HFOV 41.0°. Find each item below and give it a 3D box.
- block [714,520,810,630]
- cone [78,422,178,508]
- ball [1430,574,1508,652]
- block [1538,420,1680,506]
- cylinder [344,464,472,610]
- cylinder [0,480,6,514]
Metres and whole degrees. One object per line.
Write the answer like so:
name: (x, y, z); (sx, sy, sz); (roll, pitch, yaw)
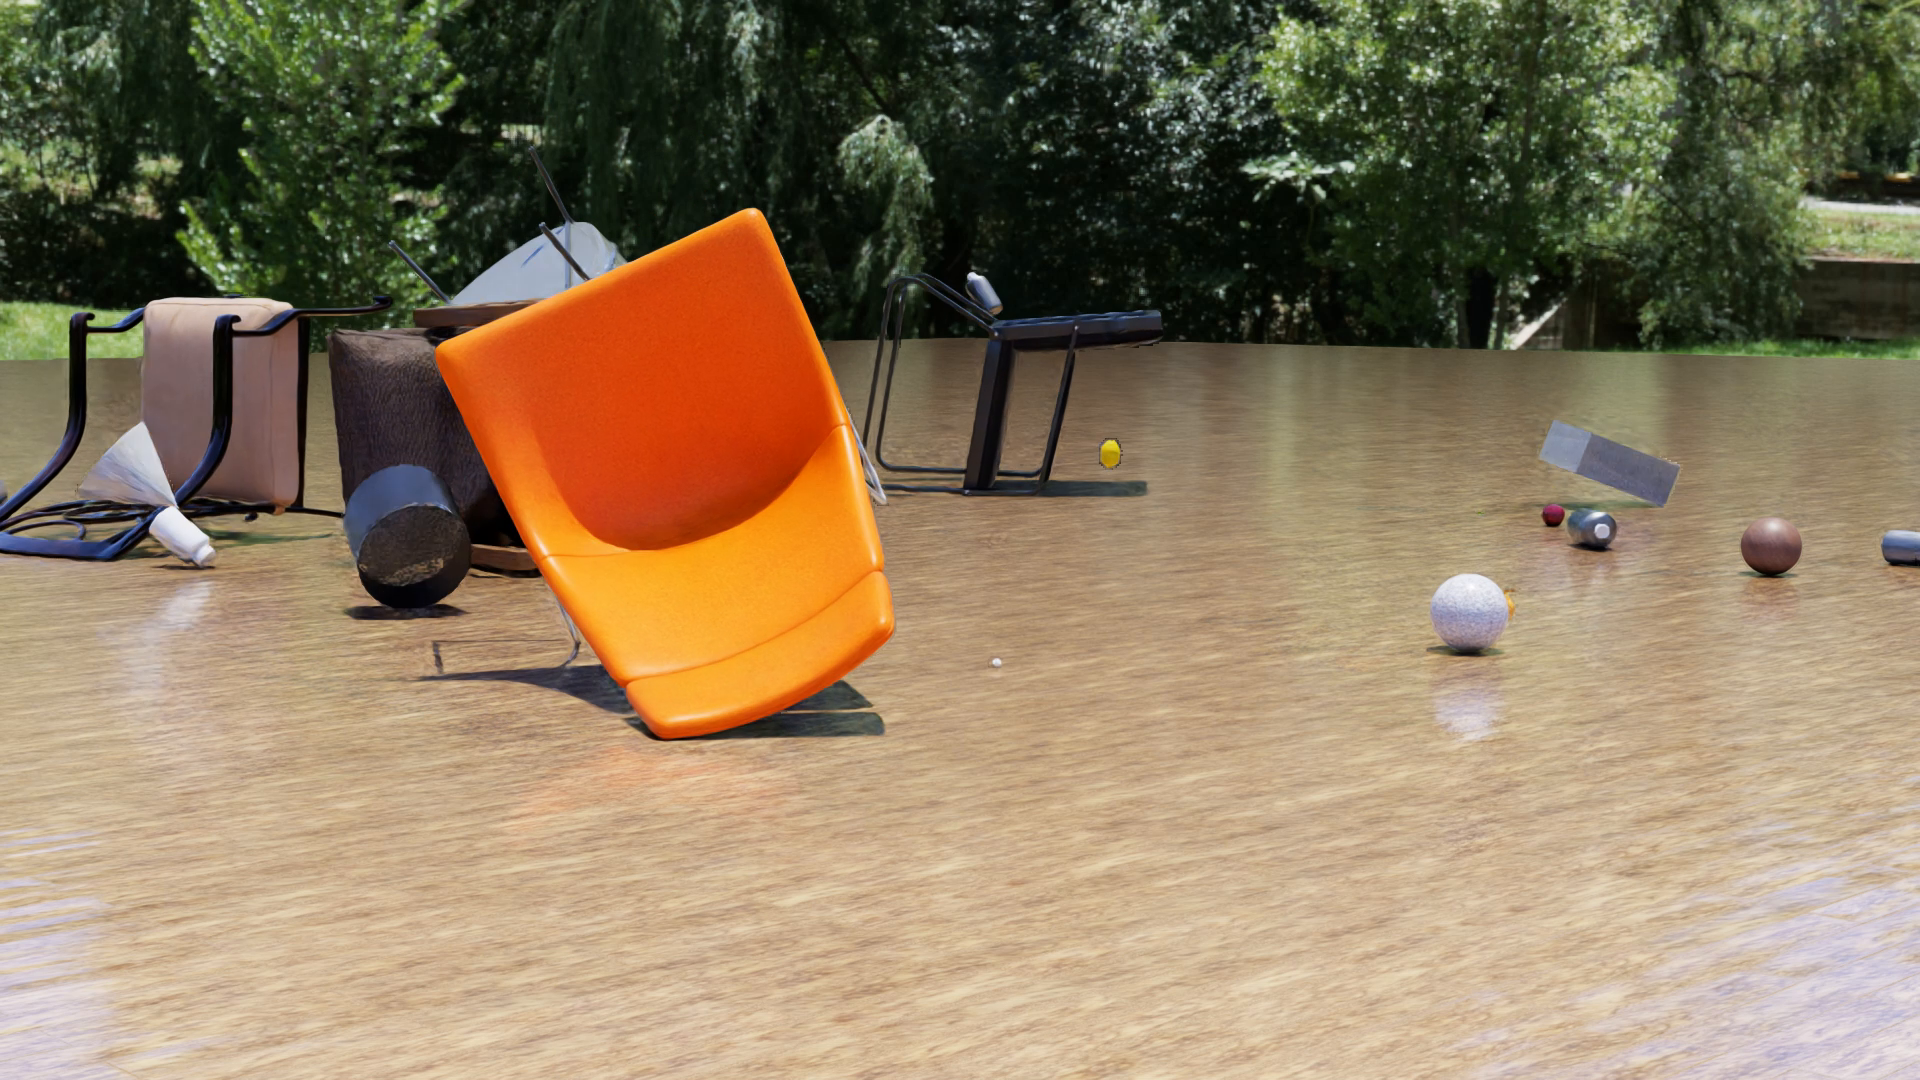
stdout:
block: (-0.375, 0.065, 4.835); (0.161, 0.190, 0.165); (0, 6, -10)
cone: (-1.909, -0.132, 6.012); (0.189, 0.194, 0.264); (37, 34, -5)
ball: (0.894, 0.127, 4.507); (0.137, 0.137, 0.137); (0, 6, 0)
block: (1.862, -0.221, 7.367); (0.315, 0.121, 0.212); (18, 7, -21)
cylinder: (-1.083, -0.006, 5.027); (0.220, 0.235, 0.160); (4, 28, -27)
cylinder: (-2.591, -0.108, 6.670); (0.171, 0.162, 0.164); (-7, 6, -3)
